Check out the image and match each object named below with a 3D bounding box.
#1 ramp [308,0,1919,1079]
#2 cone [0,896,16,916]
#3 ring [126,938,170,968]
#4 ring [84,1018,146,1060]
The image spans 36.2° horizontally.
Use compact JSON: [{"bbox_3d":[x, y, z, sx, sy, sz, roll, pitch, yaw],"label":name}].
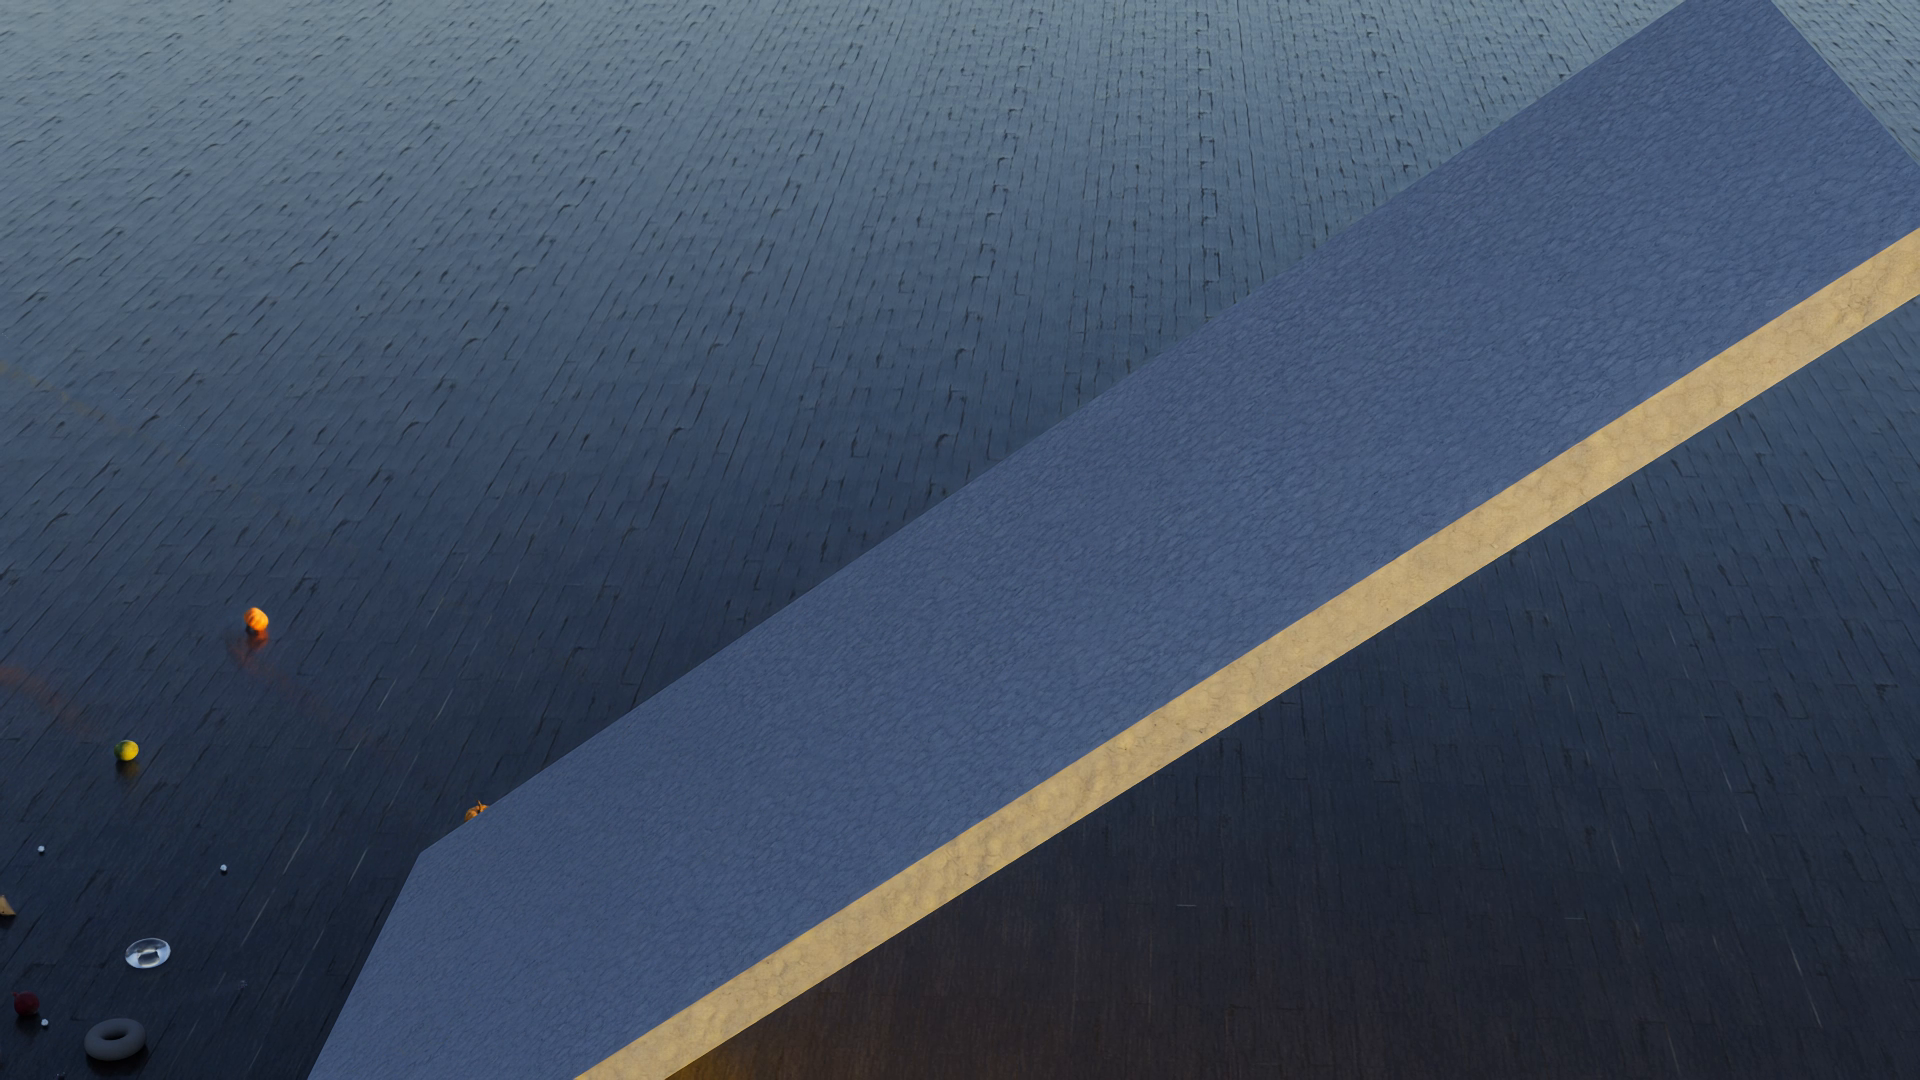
[{"bbox_3d":[0.131,0.178,6.317,4.000,0.100,2.000,-34,16,16],"label":"ramp"},{"bbox_3d":[-2.474,0.961,7.637,0.056,0.056,0.056,29,25,-1],"label":"cone"},{"bbox_3d":[-2.049,1.043,7.422,0.112,0.037,0.112,-1,24,0],"label":"ring"},{"bbox_3d":[-2.021,1.195,7.037,0.146,0.049,0.146,-1,23,0],"label":"ring"}]
